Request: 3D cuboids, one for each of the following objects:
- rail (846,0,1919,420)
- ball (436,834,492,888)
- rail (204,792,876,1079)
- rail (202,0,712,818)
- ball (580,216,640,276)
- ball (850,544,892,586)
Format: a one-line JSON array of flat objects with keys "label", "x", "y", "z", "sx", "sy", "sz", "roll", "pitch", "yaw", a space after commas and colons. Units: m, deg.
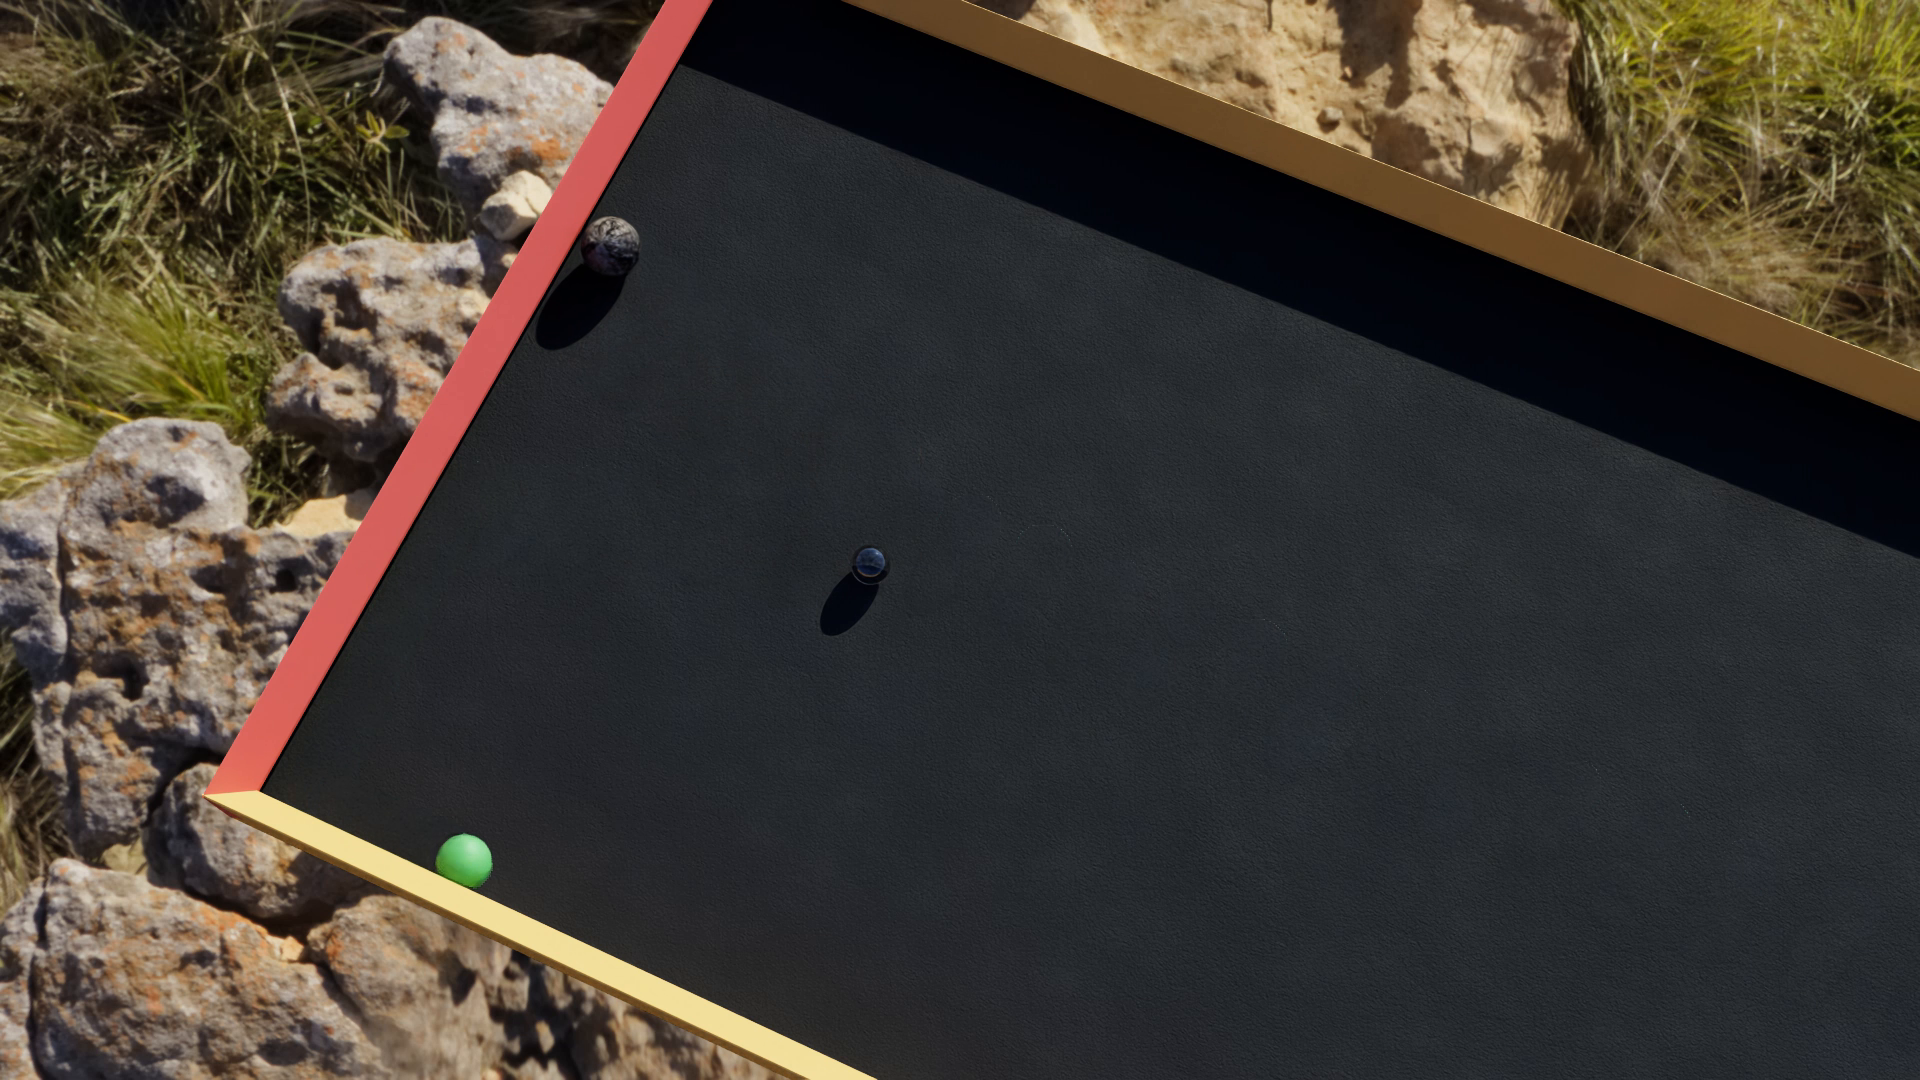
[{"label": "rail", "x": 1.097, "y": -0.392, "z": 3.553, "sx": 3.322, "sy": 0.127, "sz": 0.045, "roll": 23, "pitch": 72, "yaw": 8}, {"label": "ball", "x": -0.736, "y": 0.477, "z": 3.262, "sx": 0.082, "sy": 0.082, "sz": 0.082, "roll": 0, "pitch": 70, "yaw": 0}, {"label": "rail", "x": 0.417, "y": 1.019, "z": 3.039, "sx": 3.322, "sy": 0.127, "sz": 0.045, "roll": 23, "pitch": 72, "yaw": 8}, {"label": "rail", "x": -0.735, "y": -0.321, "z": 3.527, "sx": 0.045, "sy": 0.127, "sz": 1.696, "roll": 23, "pitch": 72, "yaw": 8}, {"label": "ball", "x": -0.572, "y": -0.480, "z": 3.602, "sx": 0.098, "sy": 0.098, "sz": 0.098, "roll": 0, "pitch": 70, "yaw": 0}, {"label": "ball", "x": -0.139, "y": 0.038, "z": 3.431, "sx": 0.064, "sy": 0.064, "sz": 0.064, "roll": 0, "pitch": 70, "yaw": 0}]
